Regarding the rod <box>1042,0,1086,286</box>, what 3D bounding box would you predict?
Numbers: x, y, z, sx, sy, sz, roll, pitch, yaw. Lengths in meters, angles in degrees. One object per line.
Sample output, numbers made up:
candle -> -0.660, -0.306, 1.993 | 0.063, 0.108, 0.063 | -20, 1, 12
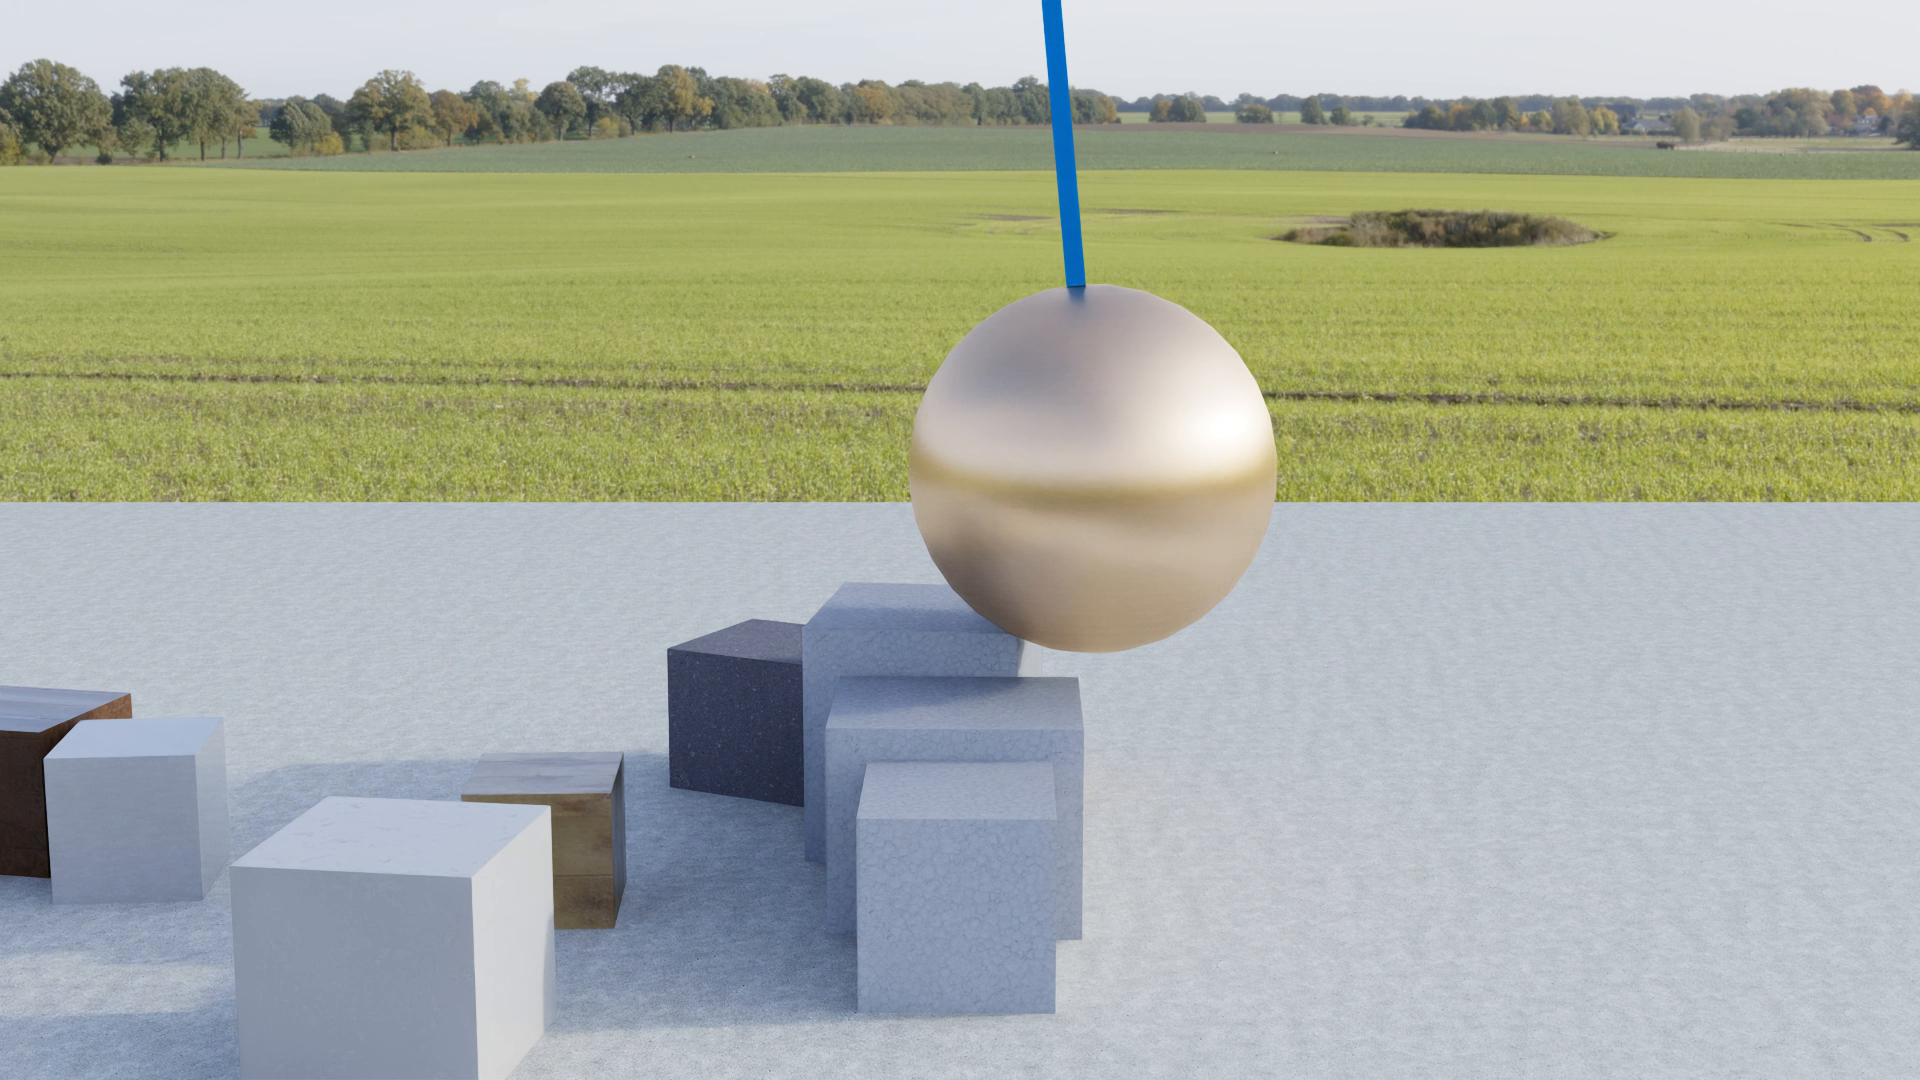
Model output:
rod -> 0.249, -3.638, 10.519 | 0.080, 5.200, 0.080 | -5, 10, 1

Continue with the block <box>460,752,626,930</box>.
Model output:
block -> -1.761, 1.273, 10.930 | 0.613, 0.584, 0.662 | -1, 10, -3

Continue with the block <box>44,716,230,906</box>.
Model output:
block -> -3.600, 1.179, 11.269 | 0.626, 0.648, 0.665 | -1, 10, -6

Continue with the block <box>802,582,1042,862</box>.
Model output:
block -> -0.152, 0.839, 11.935 | 0.961, 1.079, 1.061 | 1, 10, 8

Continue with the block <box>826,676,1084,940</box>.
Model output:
block -> -0.013, 1.120, 10.919 | 1.048, 0.889, 0.923 | 0, 10, 1

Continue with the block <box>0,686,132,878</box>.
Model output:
block -> -4.281, 1.090, 11.714 | 0.696, 0.665, 0.749 | 2, 11, 13

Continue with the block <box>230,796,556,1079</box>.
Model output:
block -> -2.011, 1.459, 9.226 | 0.865, 0.829, 0.875 | 2, 10, 8

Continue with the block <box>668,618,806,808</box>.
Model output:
block -> -0.885, 0.855, 12.882 | 0.852, 0.708, 0.797 | 5, 12, 27

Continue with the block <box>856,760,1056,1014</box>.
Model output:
block -> -0.006, 1.342, 10.060 | 0.749, 0.761, 0.843 | 0, 10, 1

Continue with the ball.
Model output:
ball -> 0.573, -0.308, 11.124 | 1.600, 1.600, 1.600 | 0, 10, 0
